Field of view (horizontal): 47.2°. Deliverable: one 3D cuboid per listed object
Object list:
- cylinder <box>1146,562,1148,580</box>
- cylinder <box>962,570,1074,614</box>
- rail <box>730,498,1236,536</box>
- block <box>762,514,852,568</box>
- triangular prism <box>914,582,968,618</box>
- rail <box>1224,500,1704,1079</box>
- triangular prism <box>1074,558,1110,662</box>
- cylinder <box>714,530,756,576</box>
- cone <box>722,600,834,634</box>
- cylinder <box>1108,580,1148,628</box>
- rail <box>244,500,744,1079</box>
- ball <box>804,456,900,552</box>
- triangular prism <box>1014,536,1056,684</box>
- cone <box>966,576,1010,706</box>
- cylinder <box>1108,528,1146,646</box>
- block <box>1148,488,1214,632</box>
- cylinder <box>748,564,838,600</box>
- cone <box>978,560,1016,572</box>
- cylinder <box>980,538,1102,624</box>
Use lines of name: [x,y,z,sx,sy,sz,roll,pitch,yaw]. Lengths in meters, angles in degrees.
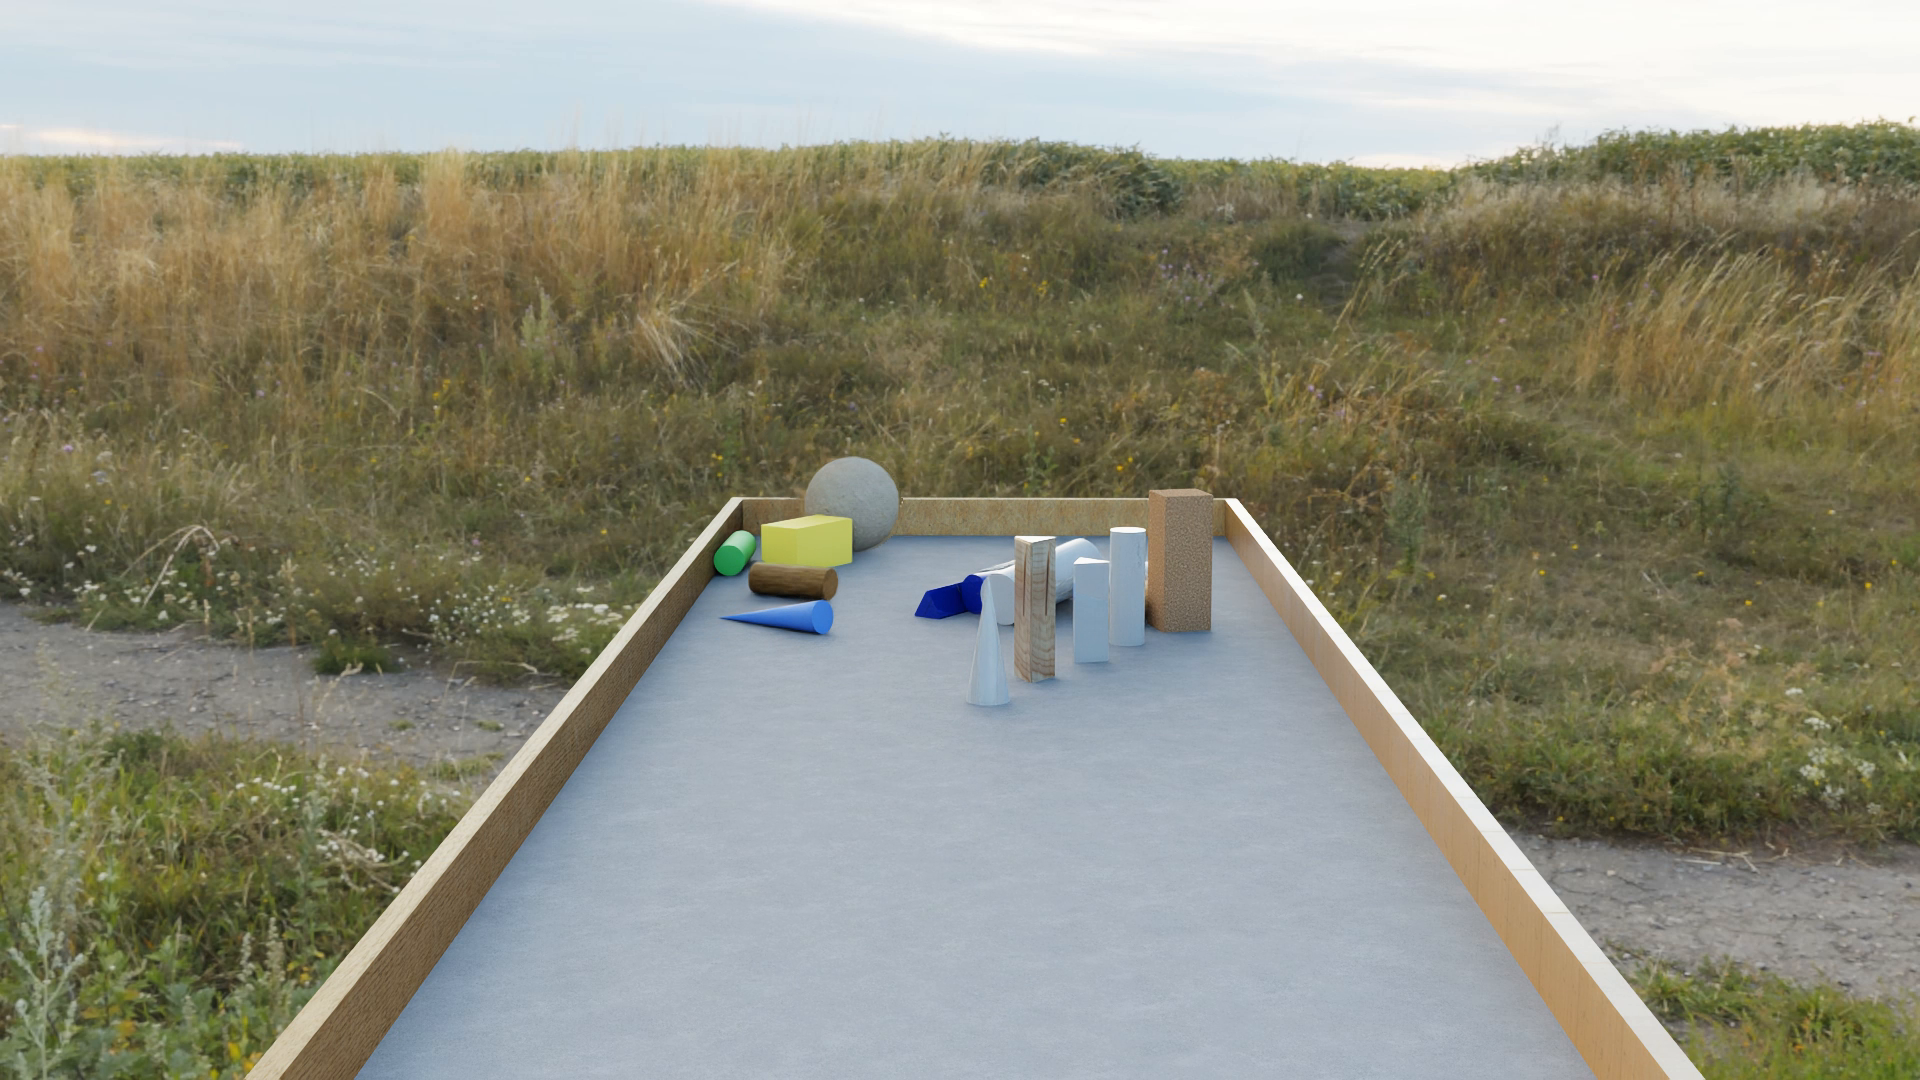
cylinder: [0.557,0.167,7.565,0.123,0.123,0.427,5,10,27]
cylinder: [0.211,0.161,7.561,0.431,0.137,0.137,-8,12,-41]
rail: [0.099,-0.098,9.147,2.100,0.150,0.050,0,9,1]
block: [-0.581,0.015,8.367,0.171,0.171,0.330,6,11,35]
triangular prism: [-0.011,0.191,7.502,0.104,0.090,0.352,6,11,34]
rail: [1.046,0.843,3.208,0.050,0.150,12.000,0,9,1]
triangular prism: [0.384,0.212,6.700,0.113,0.305,0.098,-3,9,-17]
cylinder: [-0.851,0.048,8.336,0.116,0.116,0.358,0,9,2]
cone: [-0.628,0.254,7.228,0.456,0.110,0.110,-2,6,36]
cylinder: [0.591,0.206,7.329,0.118,0.118,0.355,5,11,31]
rail: [-1.004,0.839,3.234,0.050,0.150,12.000,0,9,1]
ball: [-0.426,-0.142,8.701,0.377,0.377,0.377,0,9,0]
triangular prism: [0.202,0.199,6.432,0.102,0.414,0.118,7,11,37]
cone: [0.078,0.270,6.144,0.125,0.364,0.125,0,9,0]
cylinder: [0.527,0.147,6.930,0.112,0.361,0.112,0,9,0]
block: [0.718,0.065,7.177,0.163,0.444,0.163,-2,9,-14]
cylinder: [-0.588,0.146,7.745,0.301,0.108,0.108,4,10,26]
cone: [0.221,0.104,8.134,0.416,0.139,0.139,-5,4,42]
cylinder: [0.280,0.138,7.391,0.177,0.177,0.454,7,19,39]
